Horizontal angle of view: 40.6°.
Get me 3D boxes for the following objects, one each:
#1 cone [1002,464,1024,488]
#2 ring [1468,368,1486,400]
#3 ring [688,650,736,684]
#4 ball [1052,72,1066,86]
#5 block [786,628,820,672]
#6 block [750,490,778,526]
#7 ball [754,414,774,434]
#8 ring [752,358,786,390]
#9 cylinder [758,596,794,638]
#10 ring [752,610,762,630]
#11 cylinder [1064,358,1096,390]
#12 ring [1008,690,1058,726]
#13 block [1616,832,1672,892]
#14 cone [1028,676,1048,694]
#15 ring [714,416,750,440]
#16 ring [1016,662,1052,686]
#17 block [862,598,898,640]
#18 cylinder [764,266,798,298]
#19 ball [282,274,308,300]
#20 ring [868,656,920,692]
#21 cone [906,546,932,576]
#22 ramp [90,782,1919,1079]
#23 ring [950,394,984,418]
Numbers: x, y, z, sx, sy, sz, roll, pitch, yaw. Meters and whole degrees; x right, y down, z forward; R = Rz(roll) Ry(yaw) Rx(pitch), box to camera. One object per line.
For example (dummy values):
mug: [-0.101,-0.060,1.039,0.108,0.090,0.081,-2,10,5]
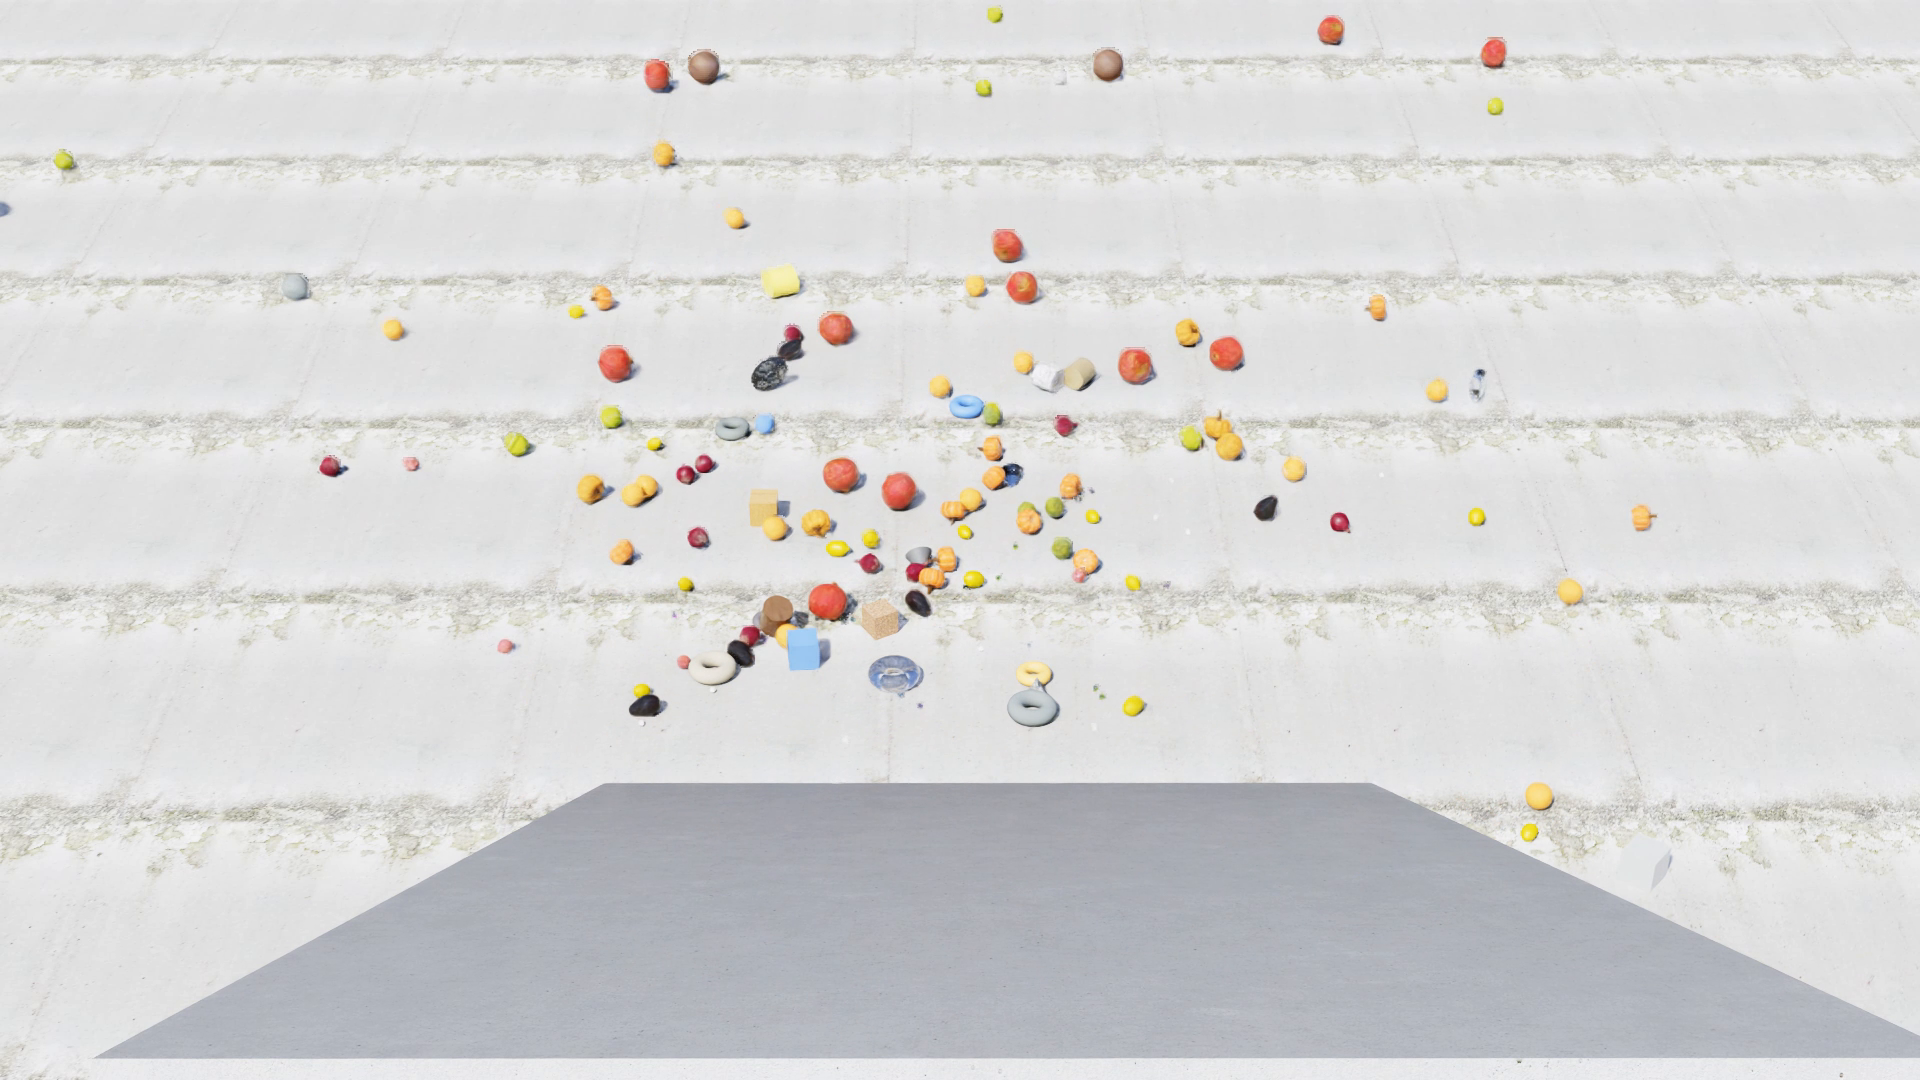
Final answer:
cone: [0.163,-0.190,8.140,0.072,0.072,0.072,2,60,4]
ring: [1.708,-0.512,8.562,0.036,0.108,0.108,13,35,22]
ring: [-0.696,0.358,7.292,0.136,0.045,0.136,-1,32,0]
ball: [0.412,-1.914,10.752,0.057,0.057,0.057,0,33,0]
block: [-0.443,0.309,7.331,0.084,0.084,0.084,-4,33,-6]
block: [-0.601,-0.099,7.955,0.082,0.082,0.082,0,33,0]
ball: [-0.634,-0.375,8.396,0.062,0.062,0.062,0,33,0]
ring: [-0.634,-0.551,8.607,0.131,0.131,0.044,-21,56,-28]
cylinder: [-0.527,0.219,7.439,0.088,0.088,0.088,6,56,-9]
ring: [-0.563,0.232,7.501,0.078,0.026,0.078,1,37,-1]
cylinder: [0.397,-0.554,8.652,0.082,0.082,0.082,20,38,28]
ring: [0.198,0.462,7.133,0.139,0.046,0.139,1,32,-1]
block: [1.728,0.815,6.552,0.092,0.092,0.092,24,40,32]
cone: [0.214,0.405,7.206,0.061,0.061,0.061,0,33,0]
ring: [-0.736,-0.360,8.396,0.115,0.038,0.115,-1,33,1]
ring: [0.206,0.375,7.277,0.101,0.034,0.101,-1,33,1]
block: [-0.230,0.228,7.462,0.076,0.076,0.076,-18,37,-26]
cylinder: [-0.633,-0.914,9.186,0.098,0.098,0.098,-14,36,-20]
ball: [-2.349,-0.892,9.160,0.091,0.091,0.091,0,33,0]
ring: [-0.185,0.374,7.264,0.147,0.049,0.147,-1,32,0]
cone: [-0.114,0.076,7.729,0.083,0.083,0.083,-8,61,-12]
ramp: [0.074,0.643,4.762,2.000,0.100,4.000,0,-1,0]
ring: [0.022,-0.438,8.515,0.116,0.039,0.116,-1,33,1]
